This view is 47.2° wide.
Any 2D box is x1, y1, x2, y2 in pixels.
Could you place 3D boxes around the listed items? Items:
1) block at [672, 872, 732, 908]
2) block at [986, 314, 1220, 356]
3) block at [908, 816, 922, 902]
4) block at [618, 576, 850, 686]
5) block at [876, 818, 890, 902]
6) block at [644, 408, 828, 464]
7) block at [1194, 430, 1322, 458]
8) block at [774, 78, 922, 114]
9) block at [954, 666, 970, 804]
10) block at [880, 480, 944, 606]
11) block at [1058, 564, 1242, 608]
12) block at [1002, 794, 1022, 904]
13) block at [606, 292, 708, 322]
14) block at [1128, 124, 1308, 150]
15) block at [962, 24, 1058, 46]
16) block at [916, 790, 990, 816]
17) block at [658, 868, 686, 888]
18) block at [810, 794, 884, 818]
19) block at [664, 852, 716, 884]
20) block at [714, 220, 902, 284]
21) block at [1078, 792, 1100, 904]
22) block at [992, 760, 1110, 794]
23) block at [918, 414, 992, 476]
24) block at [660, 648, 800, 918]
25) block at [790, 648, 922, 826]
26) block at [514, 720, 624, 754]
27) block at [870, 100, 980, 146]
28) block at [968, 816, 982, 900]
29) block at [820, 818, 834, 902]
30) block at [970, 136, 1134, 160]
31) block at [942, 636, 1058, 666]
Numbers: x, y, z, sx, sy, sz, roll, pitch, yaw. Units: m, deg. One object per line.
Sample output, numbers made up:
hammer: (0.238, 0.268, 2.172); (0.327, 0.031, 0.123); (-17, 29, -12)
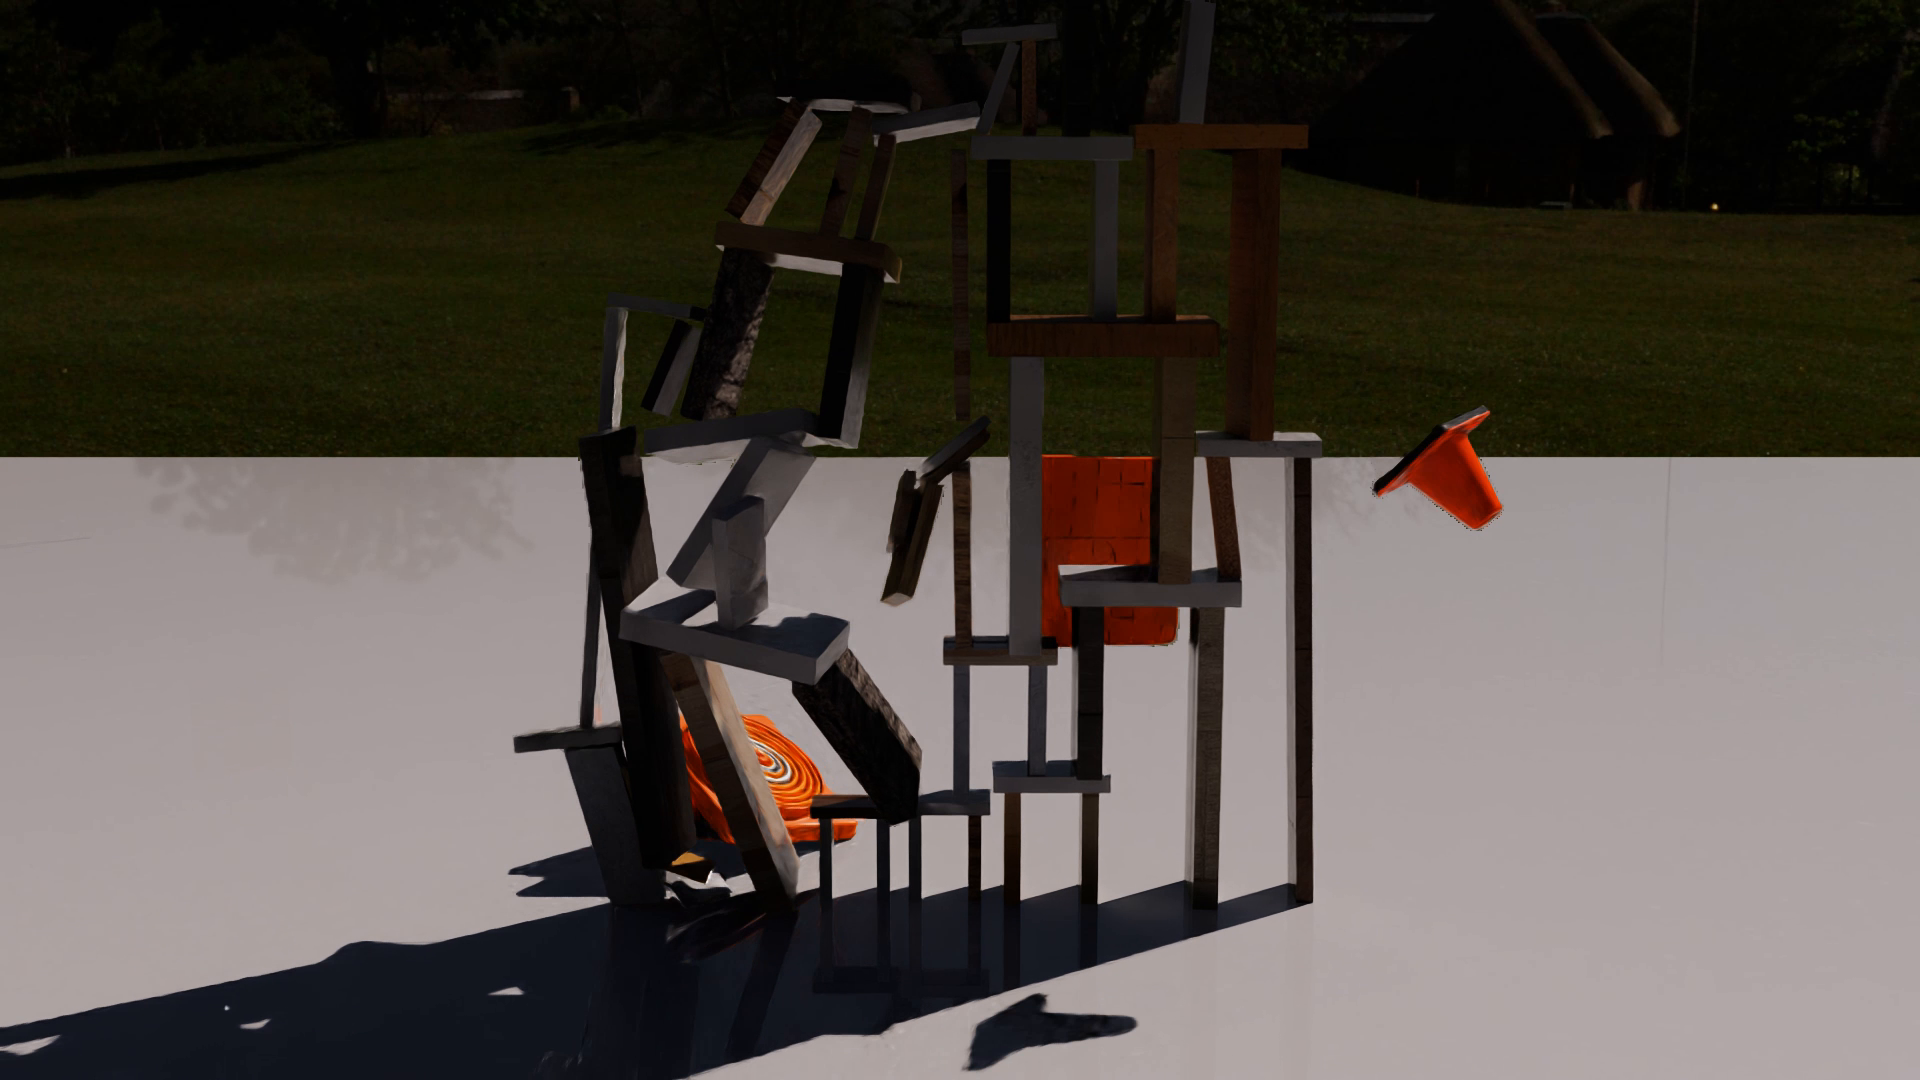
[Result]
block: (-0.426, 0.577, 3.628); (0.091, 0.013, 0.045); (-5, 45, -43)
block: (0.223, -0.326, 3.496); (0.359, 0.051, 0.180); (0, 10, -1)
block: (-0.074, 0.517, 3.656); (0.021, 0.148, 0.074); (0, 11, 0)
block: (-0.348, 0.139, 3.411); (0.320, 0.045, 0.160); (13, 22, 12)
block: (-0.127, 0.521, 3.655); (0.020, 0.141, 0.071); (0, 11, 0)
block: (-0.346, -0.161, 3.434); (0.261, 0.037, 0.130); (-7, -8, 16)
block: (0.477, -0.154, 3.533); (0.195, 0.028, 0.098); (1, 11, 1)
block: (-0.174, -0.692, 3.431); (0.204, 0.029, 0.102); (6, 2, 18)
block: (0.003, 0.308, 3.616); (0.026, 0.235, 0.093); (0, 12, 1)
block: (-0.076, 0.007, 3.473); (0.027, 0.187, 0.094); (19, -16, -14)
block: (0.305, 0.074, 3.569); (0.287, 0.041, 0.144); (0, 11, 0)
block: (0.086, 0.496, 3.647); (0.027, 0.191, 0.095); (0, 11, 0)
block: (-0.477, -0.369, 3.490); (0.149, 0.021, 0.074); (12, 2, 20)
block: (0.402, -0.632, 3.445); (0.266, 0.038, 0.133); (0, 11, 0)
block: (0.078, -0.783, 3.408); (0.146, 0.021, 0.073); (-3, 10, 4)
block: (-0.024, 0.434, 3.639); (0.148, 0.021, 0.074); (0, 11, 0)
block: (-0.469, 0.553, 3.637); (0.091, 0.045, 0.013); (27, -37, -27)
block: (-0.174, 0.441, 3.641); (0.141, 0.020, 0.071); (0, 11, 0)
block: (-0.451, 0.531, 3.605); (0.091, 0.013, 0.045); (20, 31, 3)
block: (-0.236, -0.450, 3.440); (0.269, 0.038, 0.135); (9, -2, 10)
block: (0.213, 0.496, 3.647); (0.027, 0.191, 0.095); (0, 11, 0)
block: (0.149, 0.390, 3.626); (0.191, 0.027, 0.095); (0, 11, -1)
block: (-0.008, -0.152, 3.502); (0.122, 0.017, 0.061); (-40, 5, -18)
block: (-0.366, 0.360, 3.537); (0.045, 0.488, 0.160); (-17, 21, 6)
block: (-0.162, 0.293, 3.542); (0.045, 0.320, 0.160); (-22, 33, 19)
block: (-0.615, 0.315, 3.532); (0.180, 0.025, 0.090); (-7, 1, 9)
block: (-0.055, -0.656, 3.464); (0.170, 0.024, 0.085); (-11, -2, -1)
block: (0.024, 0.517, 3.656); (0.021, 0.148, 0.074); (0, 11, 0)
block: (-0.221, 0.521, 3.655); (0.020, 0.141, 0.071); (0, 11, 0)
block: (0.141, -0.615, 3.446); (0.249, 0.035, 0.125); (0, 10, 0)
block: (0.065, 0.180, 3.590); (0.185, 0.026, 0.093); (0, 12, 0)
